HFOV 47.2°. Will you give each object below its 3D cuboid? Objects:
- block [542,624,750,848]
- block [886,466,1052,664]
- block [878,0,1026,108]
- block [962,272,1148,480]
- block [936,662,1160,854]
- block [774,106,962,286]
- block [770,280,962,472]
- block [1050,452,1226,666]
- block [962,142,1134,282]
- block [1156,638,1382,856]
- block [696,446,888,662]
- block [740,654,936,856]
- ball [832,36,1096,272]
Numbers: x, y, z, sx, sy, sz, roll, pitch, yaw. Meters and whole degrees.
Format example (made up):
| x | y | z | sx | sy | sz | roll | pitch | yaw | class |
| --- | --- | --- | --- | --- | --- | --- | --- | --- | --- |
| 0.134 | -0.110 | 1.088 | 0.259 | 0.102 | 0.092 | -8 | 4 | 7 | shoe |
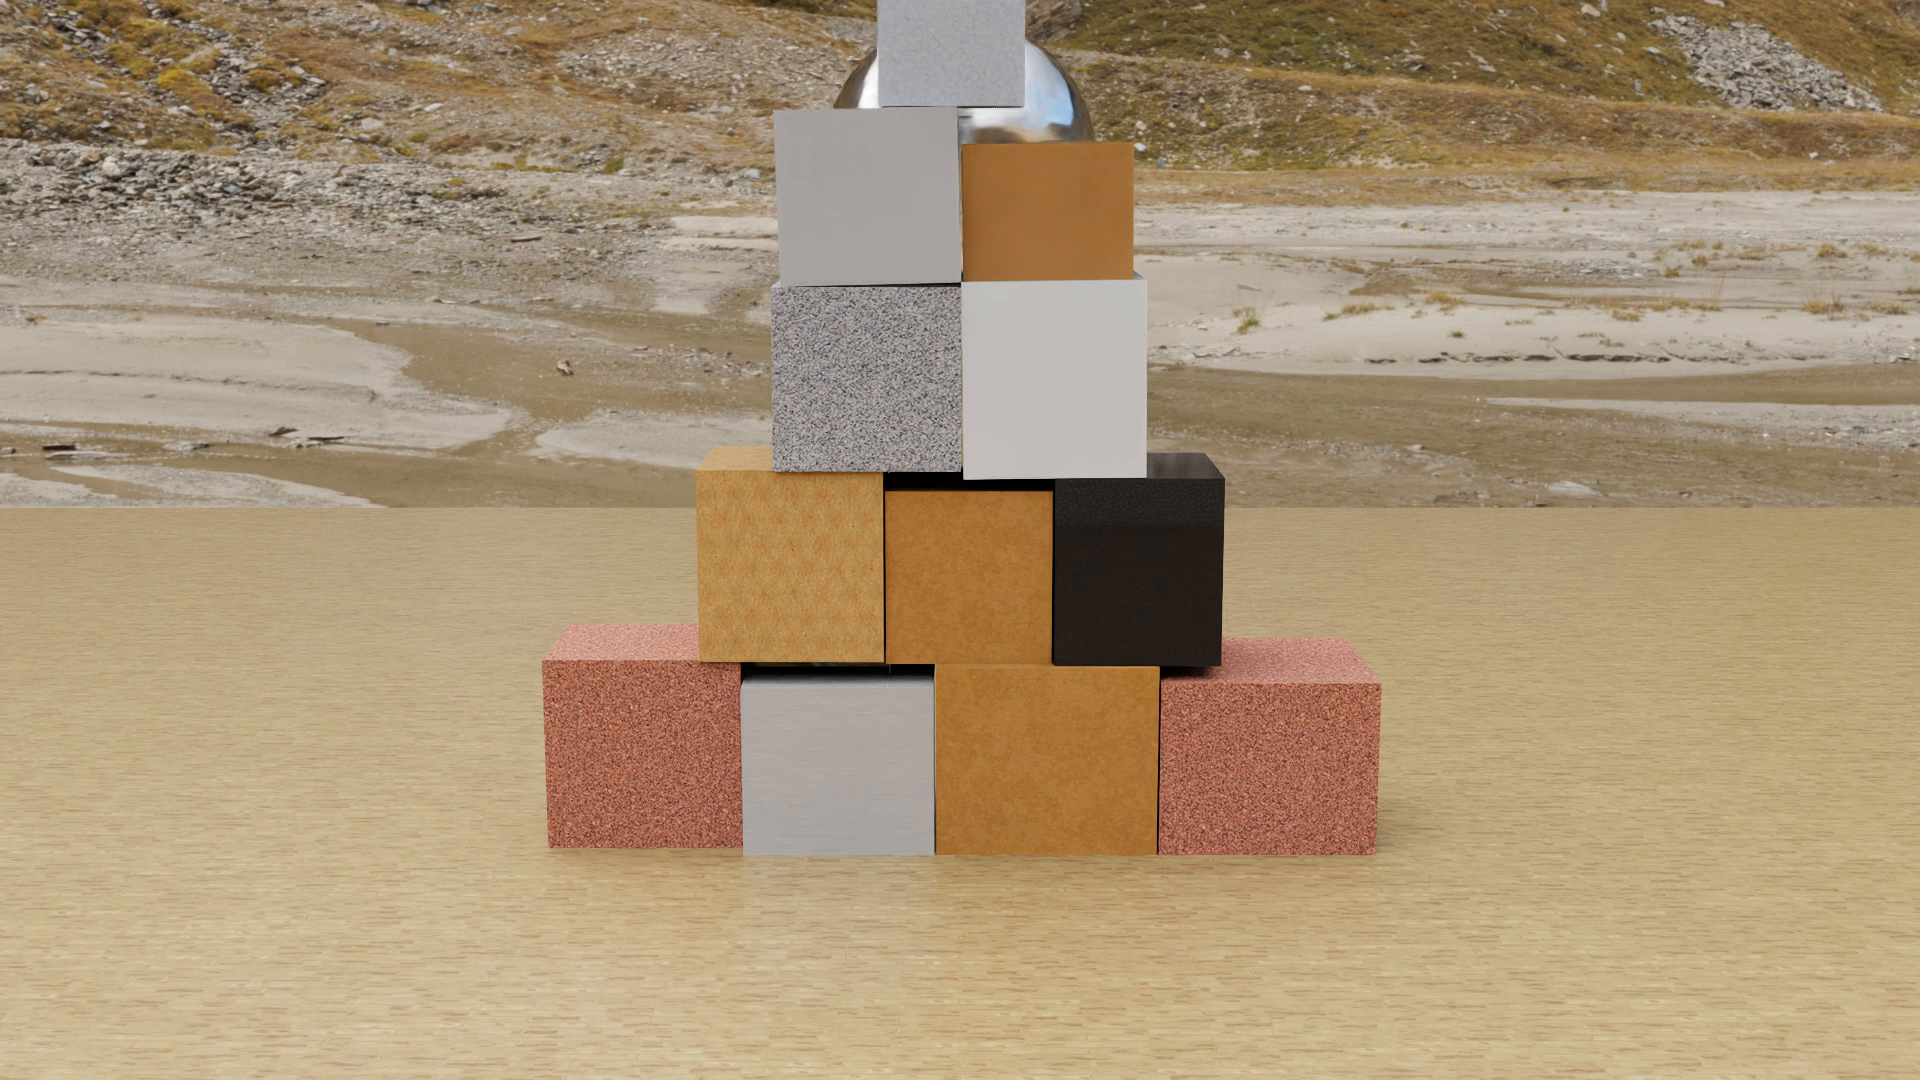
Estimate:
| x | y | z | sx | sy | sz | roll | pitch | yaw | class |
| --- | --- | --- | --- | --- | --- | --- | --- | --- | --- |
| -1.578 | 0.997 | 11.371 | 0.981 | 0.970 | 0.832 | 0 | 10 | 0 | block |
| 0.044 | 0.113 | 11.210 | 0.819 | 0.862 | 0.838 | 0 | 10 | 0 | block |
| -0.040 | -2.440 | 10.722 | 0.699 | 0.649 | 0.675 | 0 | 10 | 0 | block |
| 0.455 | -0.847 | 11.022 | 0.886 | 0.951 | 0.913 | -1 | 10 | 0 | block |
| 0.430 | 1.007 | 11.369 | 1.096 | 0.952 | 1.027 | 0 | 10 | 0 | block |
| -0.437 | -1.708 | 10.878 | 0.865 | 0.826 | 0.926 | -1 | 10 | 0 | block |
| -0.449 | -0.853 | 11.028 | 0.910 | 0.887 | 0.953 | 0 | 10 | 0 | block |
| 0.874 | 0.082 | 11.182 | 0.823 | 0.935 | 0.901 | 0 | 10 | 0 | block |
| 0.421 | -1.632 | 10.863 | 0.819 | 0.650 | 0.697 | -1 | 10 | 0 | block |
| 1.528 | 1.045 | 11.362 | 1.080 | 0.878 | 1.011 | 0 | 10 | 0 | block |
| -0.830 | 0.055 | 11.176 | 0.909 | 0.954 | 0.857 | 0 | 10 | 0 | block |
| -0.603 | 1.057 | 11.364 | 0.950 | 0.854 | 1.018 | 0 | 10 | 0 | block |
| 0.000 | -2.235 | 12.882 | 1.600 | 1.600 | 1.600 | 0 | 10 | 0 | ball |
